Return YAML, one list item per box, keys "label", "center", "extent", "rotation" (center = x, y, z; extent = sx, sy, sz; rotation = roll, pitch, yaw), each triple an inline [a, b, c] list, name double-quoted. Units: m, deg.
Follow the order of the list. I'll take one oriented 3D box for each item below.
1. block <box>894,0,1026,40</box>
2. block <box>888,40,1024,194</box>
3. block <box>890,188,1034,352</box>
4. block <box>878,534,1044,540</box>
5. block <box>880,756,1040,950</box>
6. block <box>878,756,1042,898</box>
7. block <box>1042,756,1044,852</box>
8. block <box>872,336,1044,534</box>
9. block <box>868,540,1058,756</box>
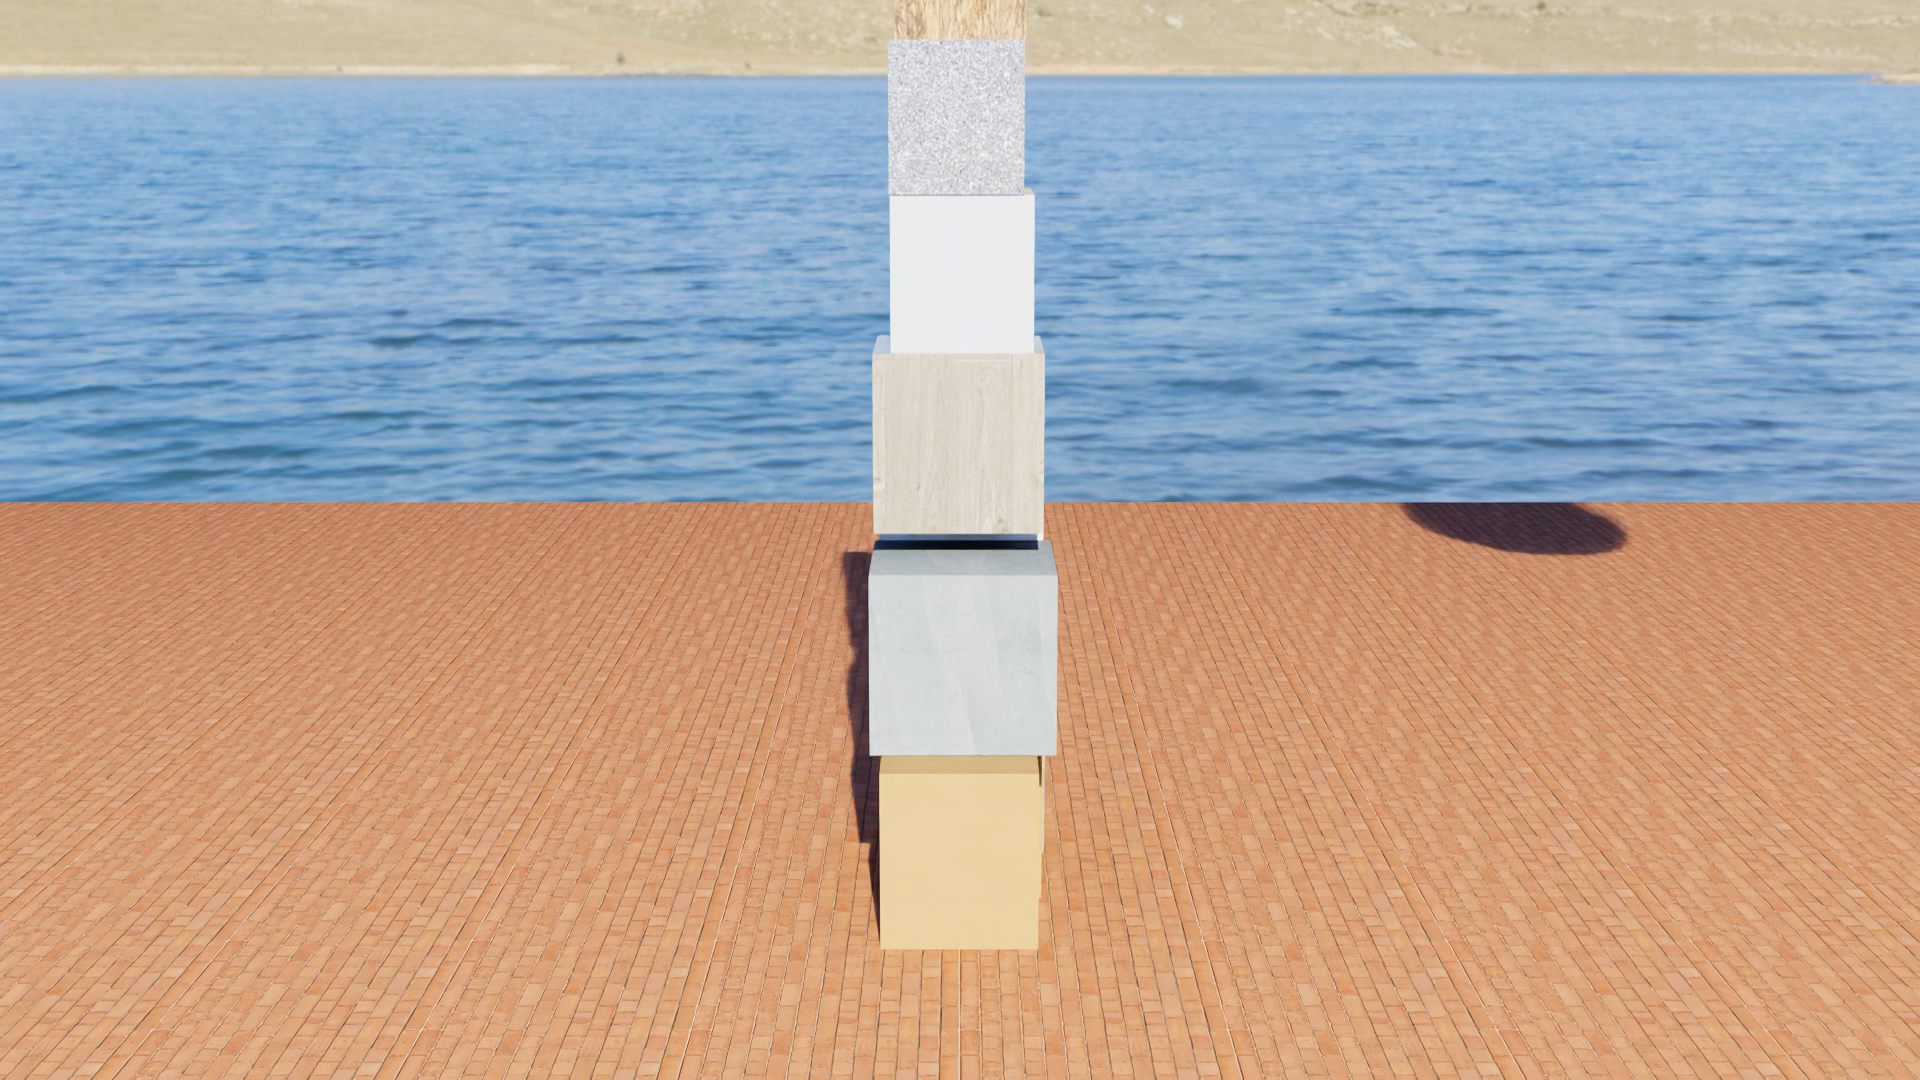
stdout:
- label: "block"
  center: [0.002, -2.400, 10.721]
  extent: [0.541, 0.609, 0.555]
  rotation: [0, 11, 0]
- label: "block"
  center: [-0.014, -1.791, 10.836]
  extent: [0.560, 0.630, 0.618]
  rotation: [0, 11, 0]
- label: "block"
  center: [0.009, -1.161, 10.955]
  extent: [0.599, 0.653, 0.600]
  rotation: [0, 11, 0]
- label: "block"
  center: [0.004, 0.248, 11.647]
  extent: [0.720, 0.853, 0.712]
  rotation: [0, 11, 0]
- label: "block"
  center: [-0.003, 1.243, 10.671]
  extent: [0.640, 0.737, 0.643]
  rotation: [0, 10, 0]
- label: "block"
  center: [0.002, 1.139, 11.319]
  extent: [0.696, 0.709, 0.650]
  rotation: [0, 10, 0]
- label: "block"
  center: [0.008, 0.992, 12.028]
  extent: [0.751, 0.745, 0.778]
  rotation: [0, 10, 0]
- label: "block"
  center: [-0.006, -0.467, 11.087]
  extent: [0.716, 0.760, 0.716]
  rotation: [0, 11, 0]
- label: "block"
  center: [0.013, 0.444, 10.897]
  extent: [0.768, 0.754, 0.826]
  rotation: [0, 10, 0]
